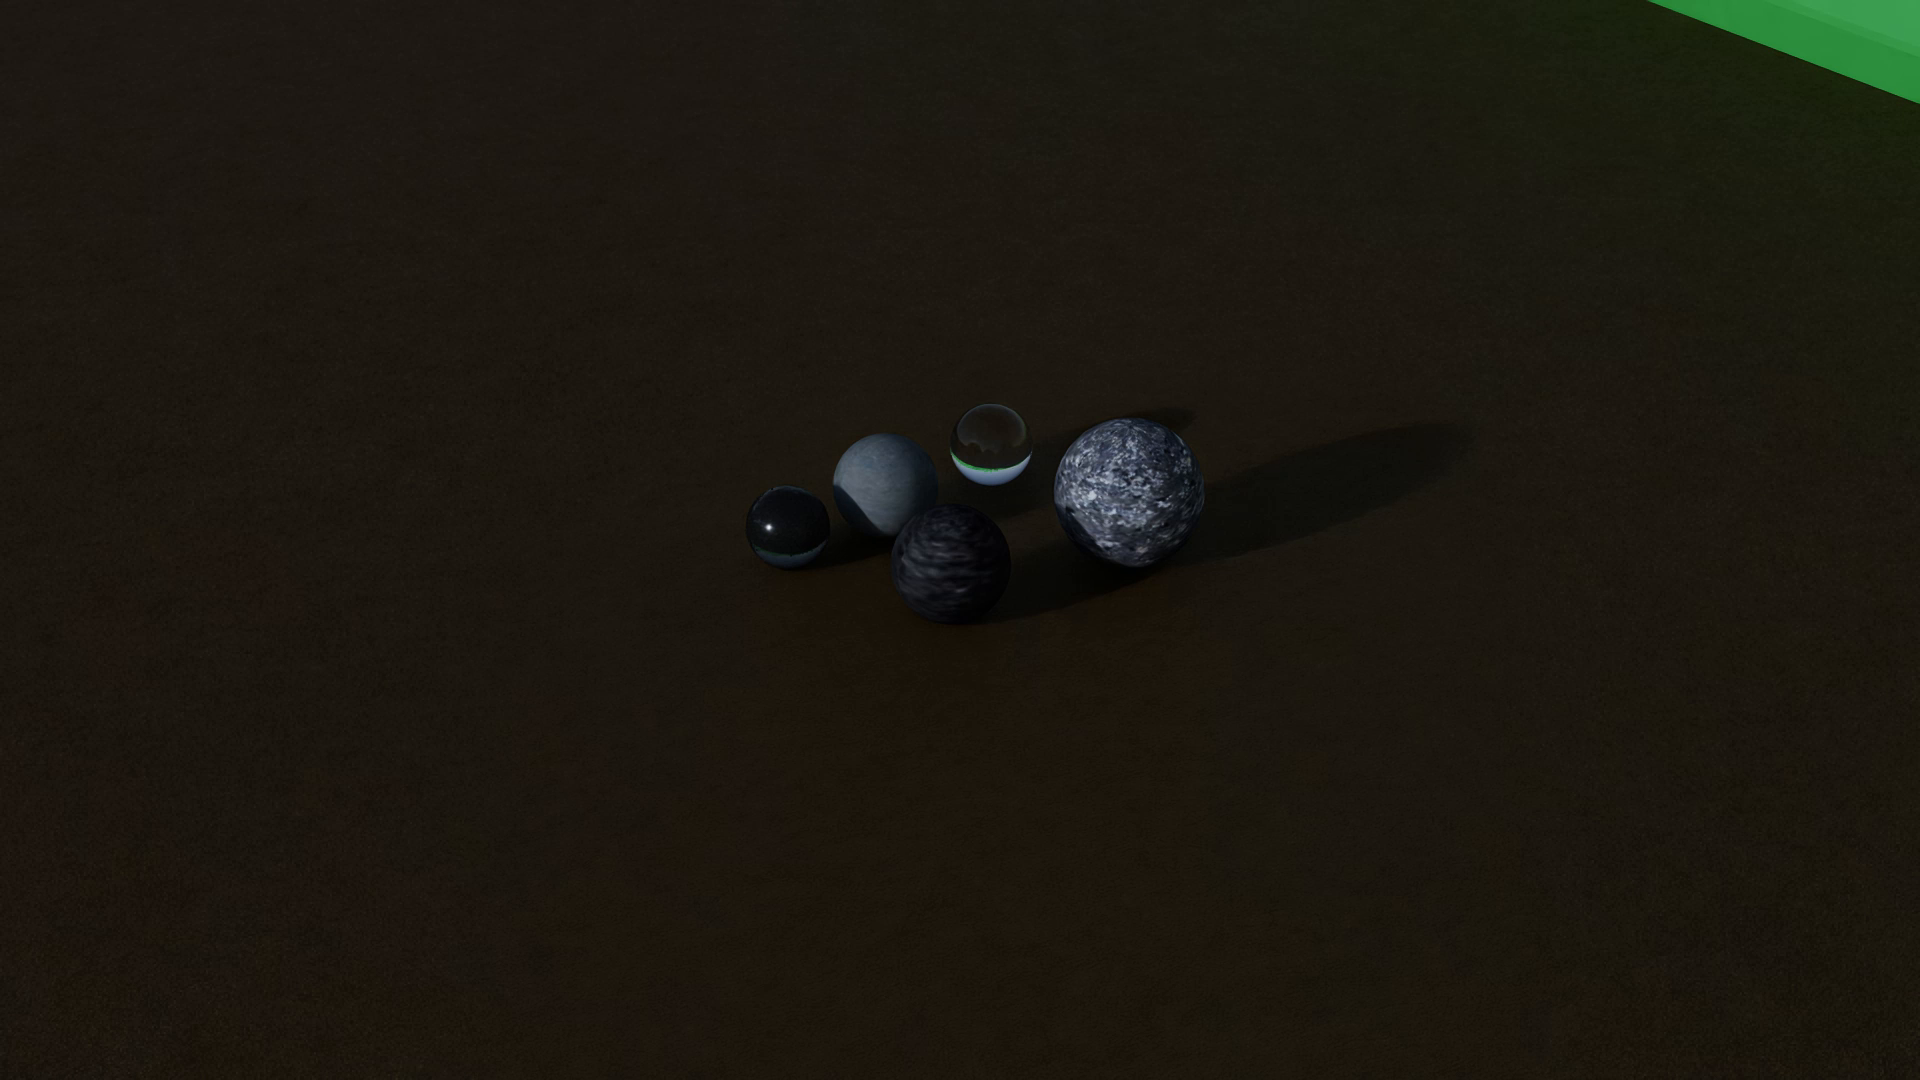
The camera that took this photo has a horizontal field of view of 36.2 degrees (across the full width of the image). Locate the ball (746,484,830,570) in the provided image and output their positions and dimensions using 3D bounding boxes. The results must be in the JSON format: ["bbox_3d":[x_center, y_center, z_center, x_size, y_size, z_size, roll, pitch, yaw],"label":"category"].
[{"bbox_3d":[-0.113,-0.009,1.932,0.056,0.056,0.056,0,28,0],"label":"ball"}]

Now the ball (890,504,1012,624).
[{"bbox_3d":[-0.006,0.015,1.865,0.077,0.077,0.077,0,28,0],"label":"ball"}]

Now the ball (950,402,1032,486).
[{"bbox_3d":[0.022,-0.066,2.038,0.058,0.058,0.058,0,28,0],"label":"ball"}]

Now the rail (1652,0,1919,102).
[{"bbox_3d":[0.507,-0.749,3.248,0.045,0.129,4.256,-16,32,-27],"label":"rail"}]

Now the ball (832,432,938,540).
[{"bbox_3d":[-0.050,-0.036,1.967,0.071,0.071,0.071,0,28,0],"label":"ball"}]

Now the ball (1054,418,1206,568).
[{"bbox_3d":[0.111,-0.031,1.927,0.099,0.099,0.099,0,28,0],"label":"ball"}]
